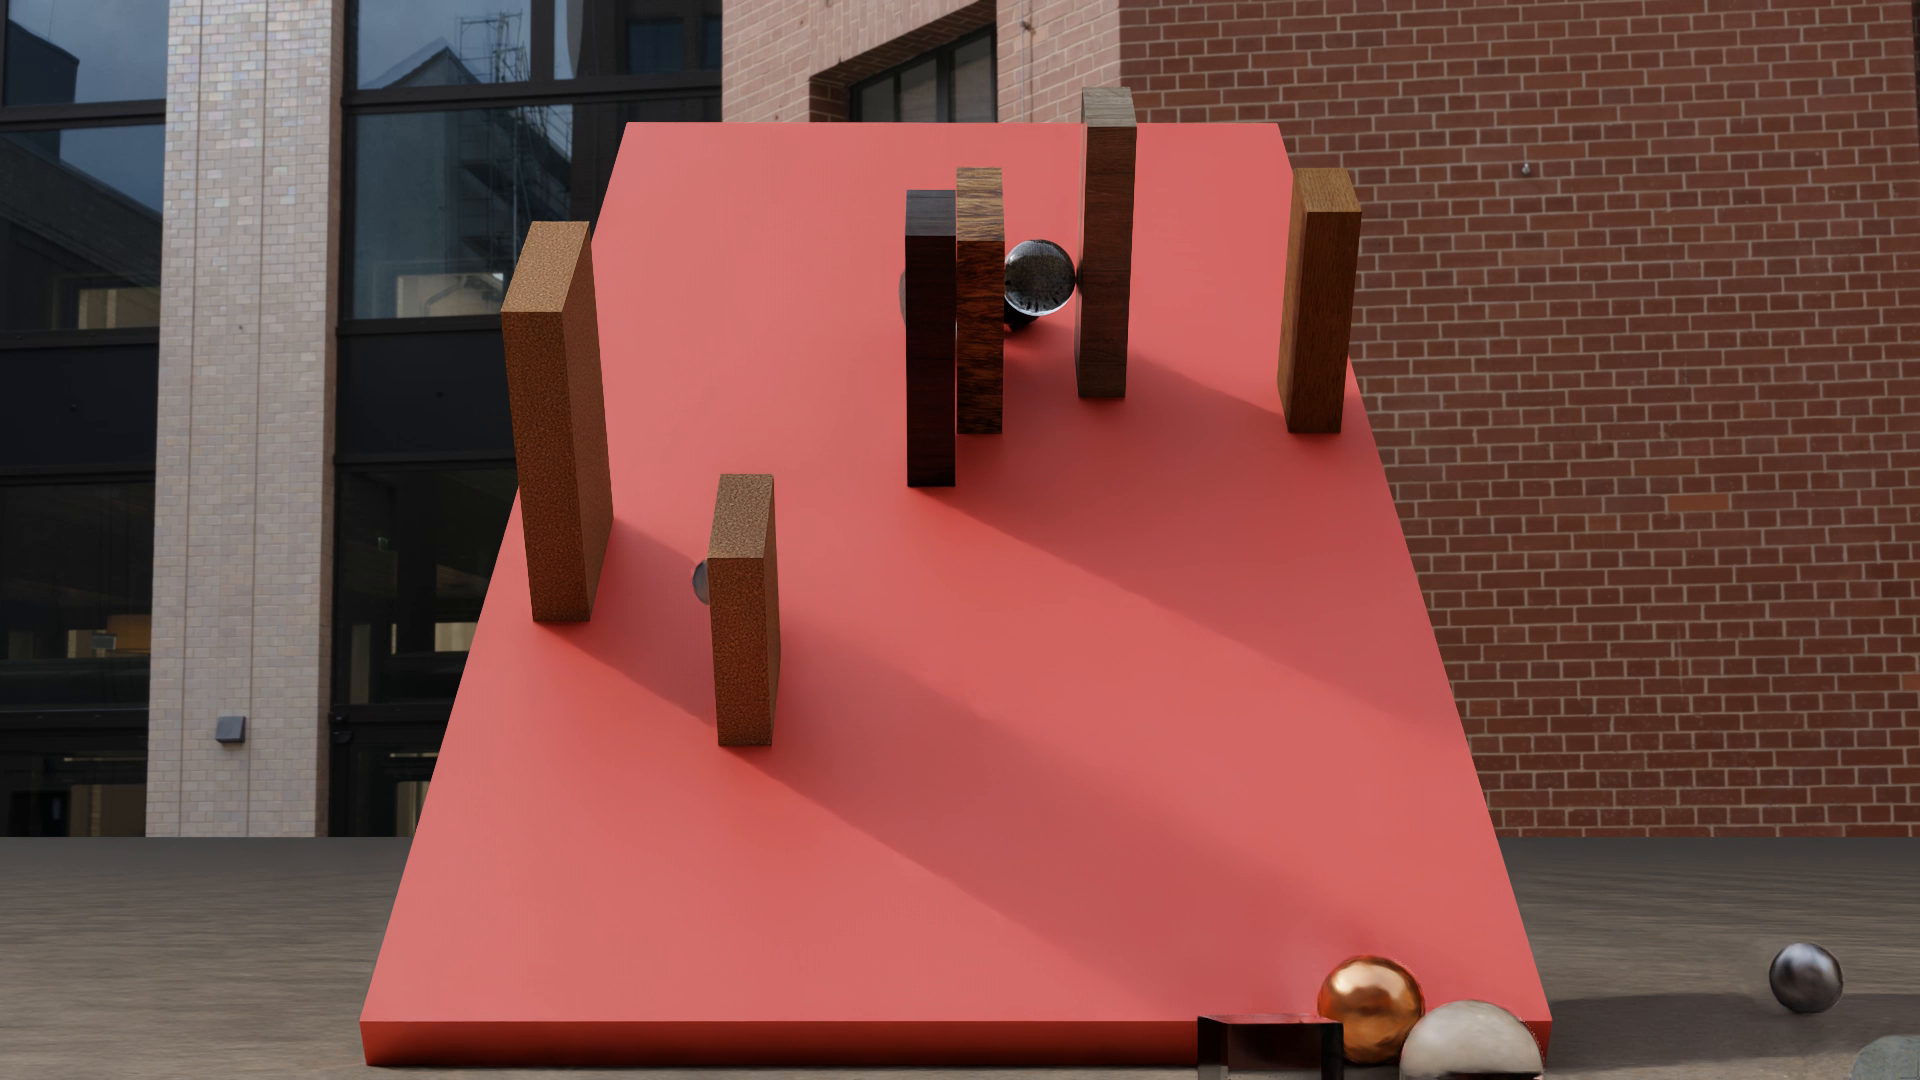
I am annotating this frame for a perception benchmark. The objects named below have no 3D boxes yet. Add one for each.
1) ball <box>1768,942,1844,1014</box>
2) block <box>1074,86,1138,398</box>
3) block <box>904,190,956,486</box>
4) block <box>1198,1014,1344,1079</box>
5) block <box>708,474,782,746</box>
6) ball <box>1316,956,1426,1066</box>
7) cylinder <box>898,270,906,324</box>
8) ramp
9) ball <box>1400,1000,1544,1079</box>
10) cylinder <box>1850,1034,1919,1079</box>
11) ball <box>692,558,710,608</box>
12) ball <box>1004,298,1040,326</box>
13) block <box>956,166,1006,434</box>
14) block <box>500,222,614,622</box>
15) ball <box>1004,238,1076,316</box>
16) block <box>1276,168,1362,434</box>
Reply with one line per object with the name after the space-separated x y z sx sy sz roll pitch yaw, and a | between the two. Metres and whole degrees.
1.837 0.952 5.294 0.153 0.153 0.153 0 -7 0 | ball
0.348 -0.716 5.900 0.115 0.705 0.251 0 31 0 | block
-0.065 -0.456 5.545 0.111 0.628 0.249 0 31 0 | block
0.403 0.700 3.170 0.152 0.152 0.152 1 -7 -9 | block
-0.419 0.135 4.767 0.104 0.431 0.312 0 31 0 | block
0.672 0.769 3.986 0.177 0.177 0.177 0 -7 0 | ball
-0.029 -0.611 6.216 0.193 0.193 0.193 -13 -2 -21 | cylinder
-0.014 -0.196 5.818 2.000 0.100 4.000 0 31 0 | ramp
0.652 0.678 3.108 0.181 0.181 0.181 0 -7 0 | ball
1.172 0.665 2.898 0.153 0.153 0.153 3 -8 -24 | cylinder
-0.490 0.085 4.982 0.113 0.113 0.113 0 -7 0 | ball
0.145 -0.642 6.278 0.181 0.181 0.181 0 -7 0 | ball
0.046 -0.580 5.870 0.110 0.502 0.430 0 31 0 | block
-0.836 -0.248 5.112 0.119 0.721 0.427 0 31 0 | block
0.194 -0.657 6.099 0.193 0.193 0.193 0 -7 0 | ball
0.848 -0.566 5.784 0.124 0.573 0.254 0 31 0 | block
